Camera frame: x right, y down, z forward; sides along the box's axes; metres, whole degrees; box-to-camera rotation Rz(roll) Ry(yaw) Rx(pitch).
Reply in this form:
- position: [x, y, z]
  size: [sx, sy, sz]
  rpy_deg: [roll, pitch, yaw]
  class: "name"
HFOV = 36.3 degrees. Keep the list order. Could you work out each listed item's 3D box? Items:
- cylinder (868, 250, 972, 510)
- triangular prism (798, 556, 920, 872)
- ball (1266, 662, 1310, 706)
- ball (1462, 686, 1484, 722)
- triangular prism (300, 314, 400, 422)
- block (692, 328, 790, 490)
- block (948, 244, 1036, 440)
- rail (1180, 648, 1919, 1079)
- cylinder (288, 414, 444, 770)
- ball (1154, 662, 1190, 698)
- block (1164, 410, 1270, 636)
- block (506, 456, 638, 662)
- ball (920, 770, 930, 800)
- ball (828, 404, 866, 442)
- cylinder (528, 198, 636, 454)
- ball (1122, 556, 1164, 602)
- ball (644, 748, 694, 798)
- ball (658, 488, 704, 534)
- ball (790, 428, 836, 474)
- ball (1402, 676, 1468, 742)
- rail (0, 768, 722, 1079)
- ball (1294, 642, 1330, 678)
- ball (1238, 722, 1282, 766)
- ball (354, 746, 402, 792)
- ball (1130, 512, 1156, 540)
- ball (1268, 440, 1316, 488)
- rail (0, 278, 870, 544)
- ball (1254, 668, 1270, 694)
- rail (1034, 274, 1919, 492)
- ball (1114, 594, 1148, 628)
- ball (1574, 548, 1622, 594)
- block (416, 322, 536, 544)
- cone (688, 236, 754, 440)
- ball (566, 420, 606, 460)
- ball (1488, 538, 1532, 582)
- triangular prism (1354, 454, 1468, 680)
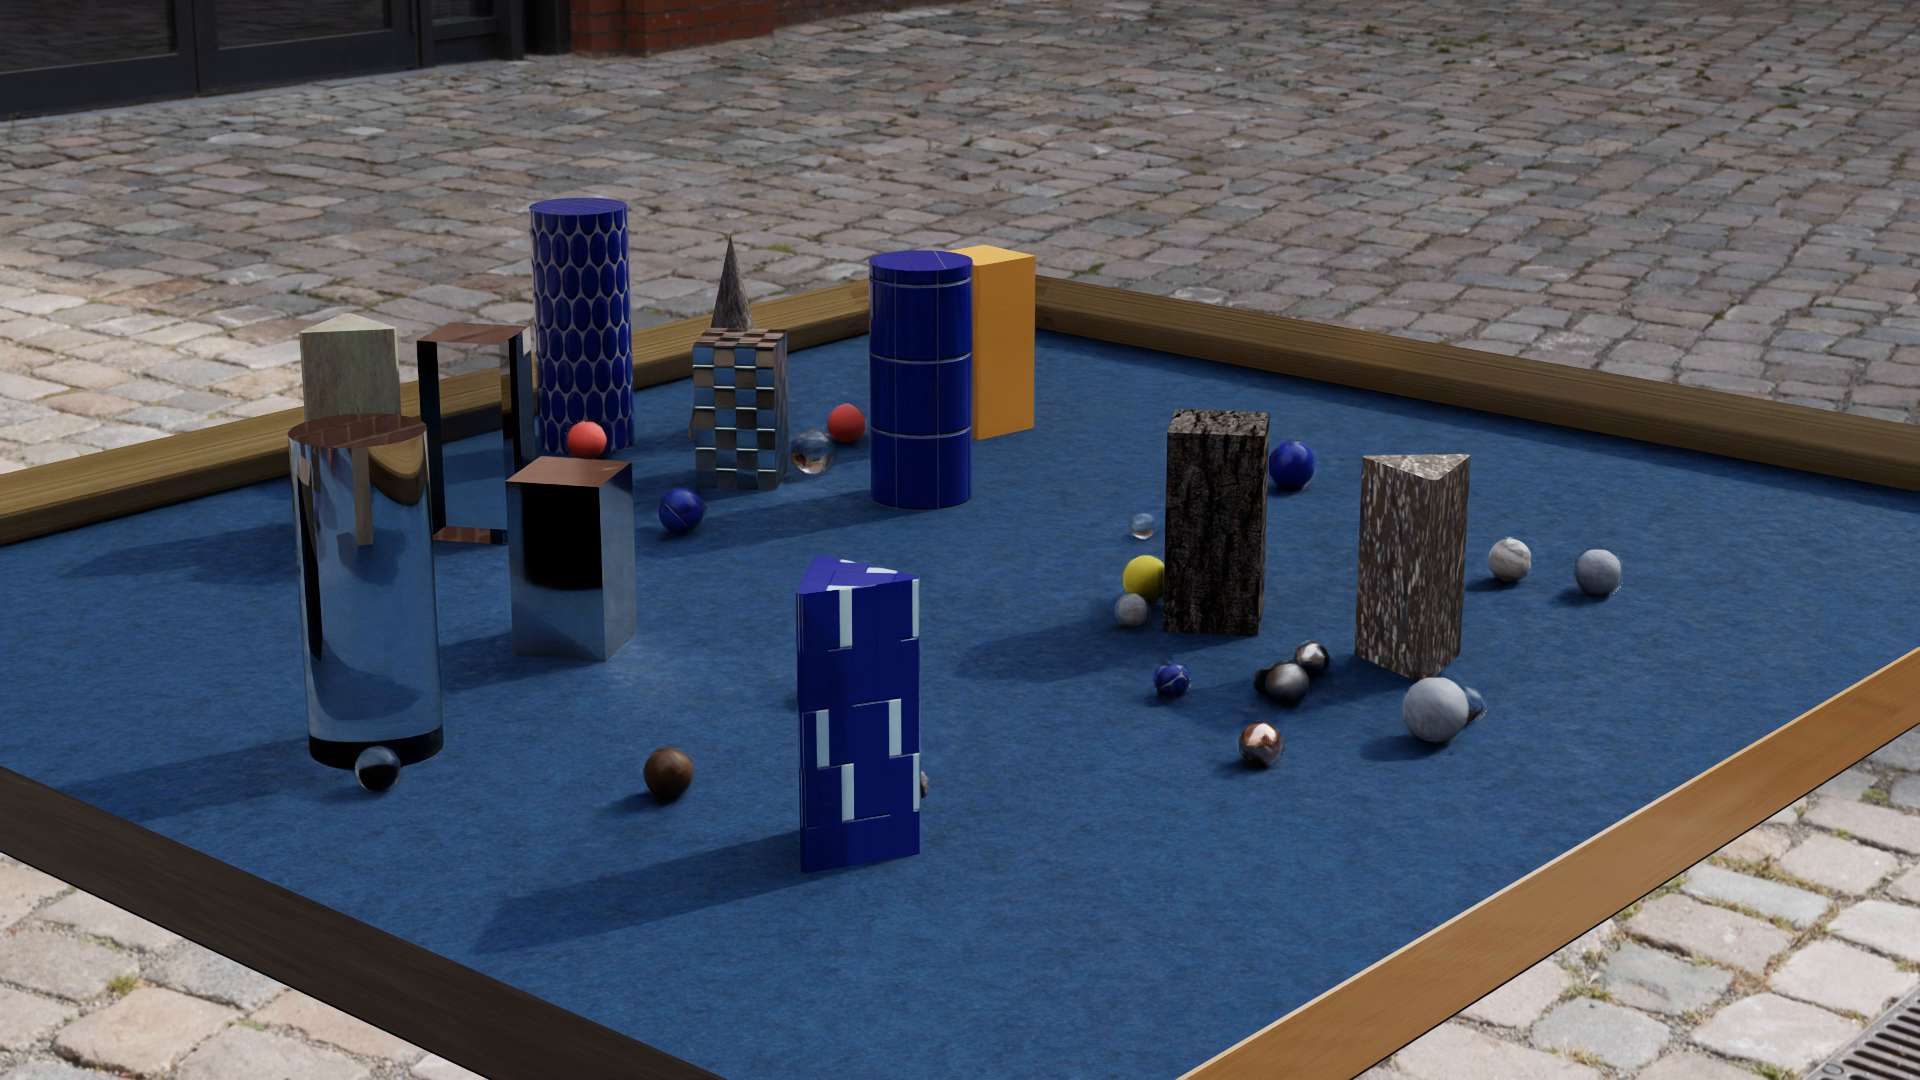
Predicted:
- position: [-0.075, -0.310, 5.674]
  size: [0.200, 0.469, 0.200]
  rpy_deg: [0, 17, 0]
  class: "cylinder"
- position: [-0.163, 0.230, 4.005]
  size: [0.173, 0.396, 0.150]
  rpy_deg: [-7, 18, -23]
  class: "triangular prism"
- position: [0.512, 0.225, 4.592]
  size: [0.068, 0.068, 0.068]
  rpy_deg: [0, 17, 0]
  class: "ball"
- position: [0.782, 0.254, 4.521]
  size: [0.054, 0.054, 0.054]
  rpy_deg: [0, 17, 0]
  class: "ball"
- position: [-1.140, -0.220, 5.513]
  size: [0.173, 0.389, 0.150]
  rpy_deg: [-3, 17, -11]
  class: "triangular prism"
- position: [-0.434, -0.262, 5.825]
  size: [0.160, 0.288, 0.160]
  rpy_deg: [2, 17, 6]
  class: "block"
- position: [0.045, -0.420, 6.204]
  size: [0.160, 0.372, 0.160]
  rpy_deg: [-14, 22, -39]
  class: "block"
- position: [1.147, 0.320, 4.166]
  size: [0.045, 0.130, 3.478]
  rpy_deg: [14, 22, 39]
  class: "rail"
- position: [-0.879, 0.076, 4.351]
  size: [0.200, 0.493, 0.200]
  rpy_deg: [0, 17, 0]
  class: "cylinder"
- position: [0.334, 0.221, 4.626]
  size: [0.056, 0.056, 0.056]
  rpy_deg: [0, 17, 0]
  class: "ball"
- position: [0.434, -0.031, 4.957]
  size: [0.160, 0.347, 0.160]
  rpy_deg: [3, 17, 9]
  class: "block"
- position: [-0.639, 0.030, 4.842]
  size: [0.160, 0.297, 0.160]
  rpy_deg: [4, 17, 12]
  class: "block"
- position: [-0.068, 0.351, 4.207]
  size: [0.048, 0.048, 0.048]
  rpy_deg: [0, 17, 0]
  class: "ball"
- position: [-0.237, -0.243, 6.124]
  size: [0.081, 0.081, 0.081]
  rpy_deg: [0, 17, 0]
  class: "ball"
- position: [-0.780, -0.443, 6.064]
  size: [0.200, 0.499, 0.200]
  rpy_deg: [0, 17, 0]
  class: "cylinder"
- position: [0.323, 0.068, 5.087]
  size: [0.083, 0.083, 0.083]
  rpy_deg: [0, 17, 0]
  class: "ball"
- position: [-0.419, 0.335, 4.217]
  size: [0.072, 0.072, 0.072]
  rpy_deg: [0, 17, 0]
  class: "ball"
- position: [-0.522, -0.055, 5.488]
  size: [0.086, 0.086, 0.086]
  rpy_deg: [0, 17, 0]
  class: "ball"
- position: [-0.296, -0.179, 5.892]
  size: [0.091, 0.091, 0.091]
  rpy_deg: [0, 17, 0]
  class: "ball"
- position: [0.719, 0.256, 4.432]
  size: [0.100, 0.100, 0.100]
  rpy_deg: [0, 17, 0]
  class: "ball"
- position: [-1.125, 0.406, 3.879]
  size: [3.086, 0.130, 0.045]
  rpy_deg: [14, 22, 39]
  class: "rail"
- position: [0.565, 0.193, 4.713]
  size: [0.059, 0.059, 0.059]
  rpy_deg: [0, 17, 0]
  class: "ball"
- position: [0.445, 0.301, 4.343]
  size: [0.065, 0.065, 0.065]
  rpy_deg: [0, 17, 0]
  class: "ball"
- position: [-0.842, 0.330, 4.244]
  size: [0.067, 0.067, 0.067]
  rpy_deg: [0, 17, 0]
  class: "ball"
- position: [0.341, -0.026, 5.458]
  size: [0.050, 0.050, 0.050]
  rpy_deg: [0, 17, 0]
  class: "ball"
- position: [0.654, -0.148, 5.785]
  size: [0.094, 0.094, 0.094]
  rpy_deg: [0, 17, 0]
  class: "ball"
- position: [-1.147, -0.255, 6.073]
  size: [0.045, 0.130, 3.478]
  rpy_deg: [14, 22, 39]
  class: "rail"
- position: [0.486, 0.224, 4.640]
  size: [0.041, 0.041, 0.041]
  rpy_deg: [0, 17, 0]
  class: "ball"
- position: [1.125, -0.341, 6.360]
  size: [3.086, 0.130, 0.045]
  rpy_deg: [14, 22, 39]
  class: "rail"
- position: [0.290, 0.119, 4.961]
  size: [0.058, 0.058, 0.058]
  rpy_deg: [0, 17, 0]
  class: "ball"
- position: [1.117, 0.056, 5.132]
  size: [0.081, 0.081, 0.081]
  rpy_deg: [0, 17, 0]
  class: "ball"
- position: [-0.897, -0.200, 5.462]
  size: [0.160, 0.379, 0.160]
  rpy_deg: [4, 17, 12]
  class: "block"
- position: [-0.476, -0.430, 6.142]
  size: [0.200, 0.428, 0.200]
  rpy_deg: [0, 17, 0]
  class: "cone"
- position: [-0.763, -0.202, 5.987]
  size: [0.082, 0.082, 0.082]
  rpy_deg: [0, 17, 0]
  class: "ball"
- position: [0.976, 0.036, 5.204]
  size: [0.077, 0.077, 0.077]
  rpy_deg: [0, 17, 0]
  class: "ball"
- position: [0.760, 0.035, 4.754]
  size: [0.150, 0.337, 0.173]
  rpy_deg: [-10, 20, -31]
  class: "triangular prism"
